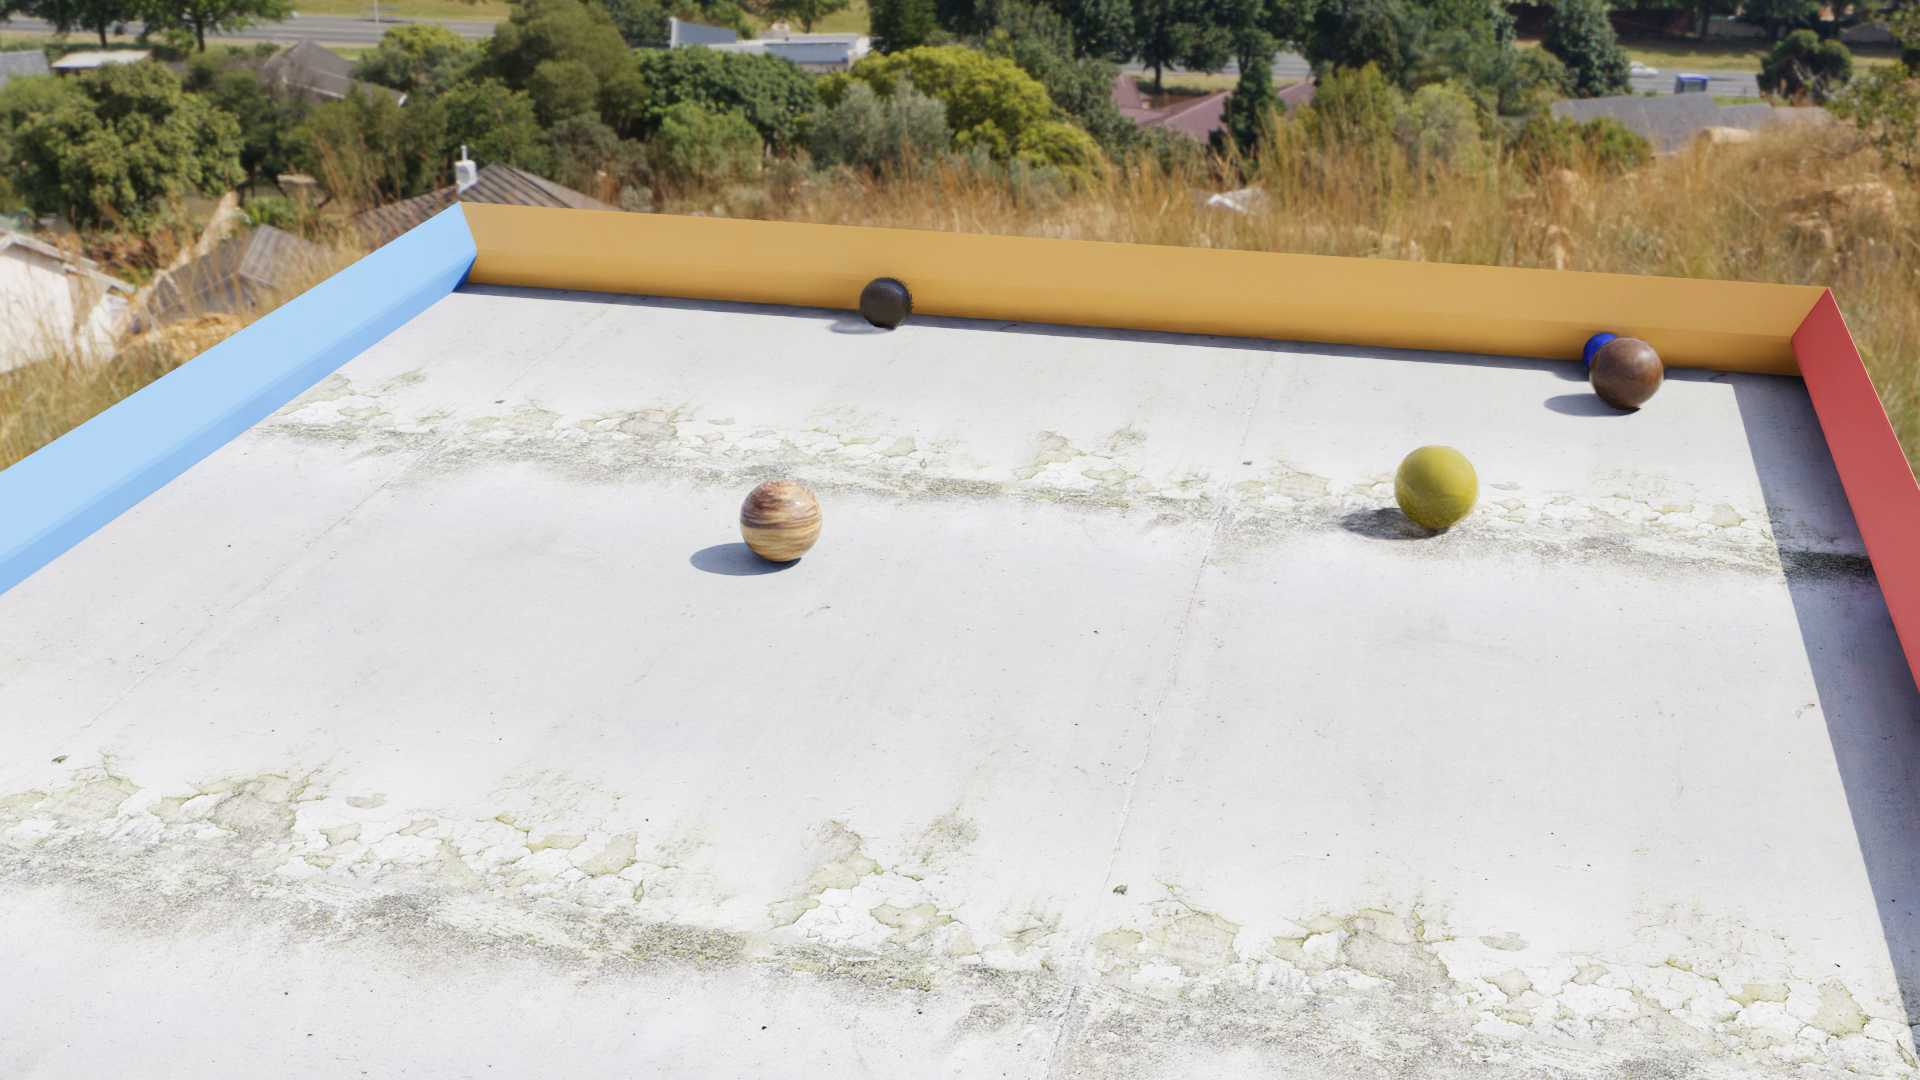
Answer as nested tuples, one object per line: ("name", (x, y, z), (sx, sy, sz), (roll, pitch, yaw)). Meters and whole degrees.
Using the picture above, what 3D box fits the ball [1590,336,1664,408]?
("ball", (0.883, -0.222, 2.912), (0.095, 0.095, 0.095), (0, 24, 0))

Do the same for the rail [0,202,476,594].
("rail", (-1.159, 0.246, 1.796), (0.045, 0.127, 3.634), (5, 24, 12))

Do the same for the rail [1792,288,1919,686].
("rail", (0.752, 0.421, 1.394), (0.045, 0.127, 3.634), (5, 24, 12))

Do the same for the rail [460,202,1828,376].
("rail", (0.198, -0.366, 3.198), (2.008, 0.127, 0.045), (5, 24, 12))

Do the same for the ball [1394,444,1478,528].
("ball", (0.550, -0.063, 2.544), (0.096, 0.096, 0.096), (0, 24, 0))

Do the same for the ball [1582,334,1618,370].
("ball", (0.888, -0.255, 3.031), (0.060, 0.060, 0.060), (0, 24, 0))

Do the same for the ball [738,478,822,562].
("ball", (-0.200, -0.022, 2.454), (0.093, 0.093, 0.093), (0, 24, 0))

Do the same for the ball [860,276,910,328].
("ball", (-0.110, -0.348, 3.224), (0.075, 0.075, 0.075), (0, 24, 0))
